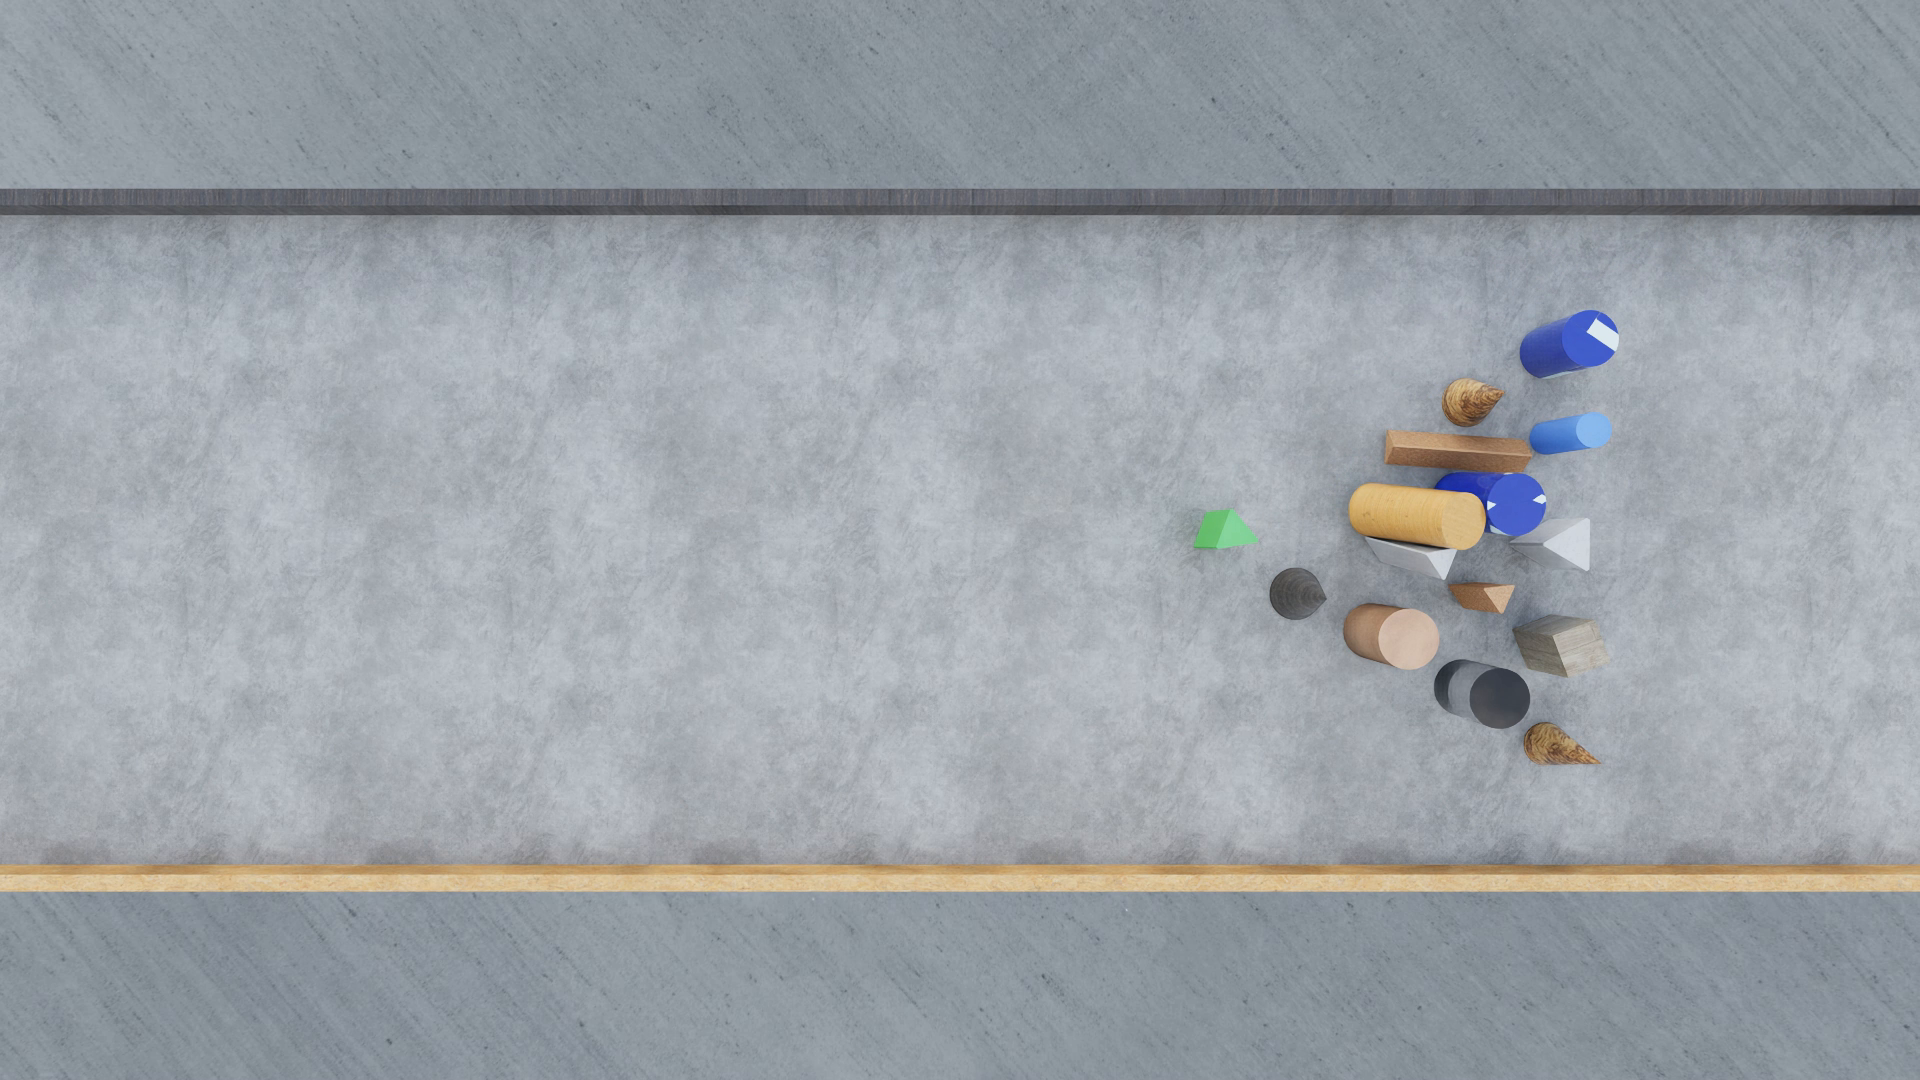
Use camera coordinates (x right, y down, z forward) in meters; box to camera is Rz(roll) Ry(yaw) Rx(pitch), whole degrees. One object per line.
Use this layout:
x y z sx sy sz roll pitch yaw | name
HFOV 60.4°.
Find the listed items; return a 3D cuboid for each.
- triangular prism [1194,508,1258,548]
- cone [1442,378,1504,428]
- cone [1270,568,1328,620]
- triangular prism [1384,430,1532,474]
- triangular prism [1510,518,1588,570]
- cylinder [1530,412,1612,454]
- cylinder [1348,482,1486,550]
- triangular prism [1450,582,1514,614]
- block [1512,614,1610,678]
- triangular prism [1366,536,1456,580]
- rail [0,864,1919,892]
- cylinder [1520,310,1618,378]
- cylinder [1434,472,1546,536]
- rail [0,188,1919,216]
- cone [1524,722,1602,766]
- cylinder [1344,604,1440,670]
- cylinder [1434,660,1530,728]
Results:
0.770 -0.037 4.851 0.118 0.451 0.102 -10 90 0 | triangular prism
1.559 -0.424 4.893 0.152 0.367 0.152 0 90 0 | cone
1.033 0.166 4.859 0.162 0.435 0.162 0 90 0 | cone
1.520 -0.271 5.029 0.420 0.090 0.104 4 90 0 | triangular prism
1.785 -0.006 4.924 0.151 0.306 0.130 30 90 0 | triangular prism
1.804 -0.313 4.884 0.102 0.384 0.102 0 90 0 | cylinder
1.341 -0.074 4.859 0.164 0.405 0.164 -3 97 -26 | cylinder
1.559 0.153 4.902 0.076 0.349 0.087 -36 90 0 | triangular prism
1.782 0.312 4.902 0.130 0.348 0.130 -21 90 0 | block
1.347 0.027 4.897 0.084 0.357 0.097 -39 105 -7 | triangular prism
-2.247 1.025 5.001 12.000 0.150 0.050 0 90 0 | rail
1.803 -0.577 4.897 0.163 0.358 0.163 0 90 0 | cylinder
1.560 -0.111 4.883 0.179 0.362 0.179 -1 93 -9 | cylinder
-2.247 -1.025 5.002 12.000 0.150 0.050 0 90 0 | rail
1.801 0.627 4.850 0.134 0.453 0.134 0 90 0 | cone
1.265 0.280 4.861 0.172 0.430 0.172 0 90 0 | cylinder
1.545 0.454 4.899 0.174 0.356 0.174 0 90 0 | cylinder
